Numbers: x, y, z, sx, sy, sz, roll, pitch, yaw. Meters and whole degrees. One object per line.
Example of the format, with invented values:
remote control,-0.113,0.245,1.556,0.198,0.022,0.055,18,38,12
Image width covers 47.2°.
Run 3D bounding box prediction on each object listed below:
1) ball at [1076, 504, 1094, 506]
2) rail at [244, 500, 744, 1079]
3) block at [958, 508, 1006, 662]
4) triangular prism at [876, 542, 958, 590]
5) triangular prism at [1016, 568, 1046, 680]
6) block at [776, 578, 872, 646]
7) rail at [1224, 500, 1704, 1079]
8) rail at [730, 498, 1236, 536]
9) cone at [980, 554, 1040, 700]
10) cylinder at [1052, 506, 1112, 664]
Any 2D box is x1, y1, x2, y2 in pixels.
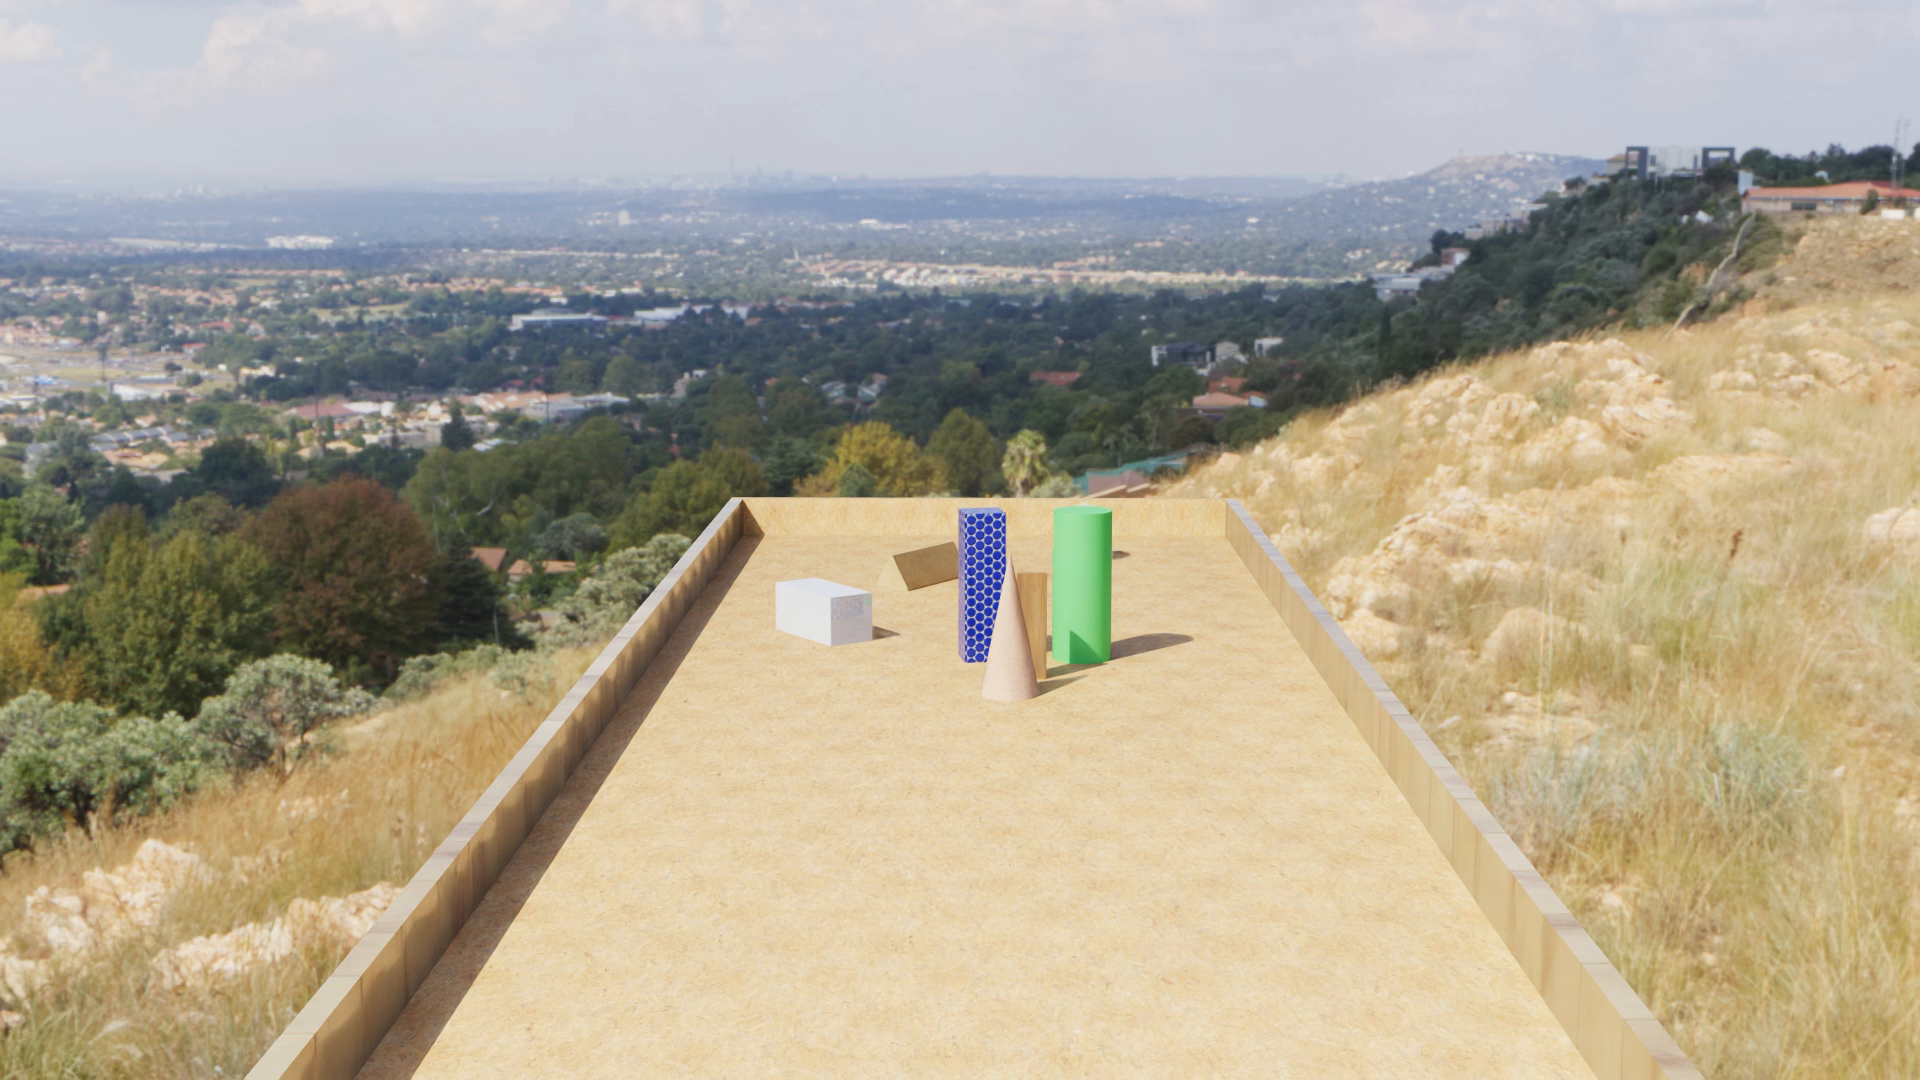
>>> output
ball,0.485,-0.034,8.536,0.216,0.216,0.216,0,9,0
rail,-1.004,0.839,3.234,0.050,0.150,12.000,0,9,1
block,0.066,0.136,6.694,0.125,0.456,0.125,-2,9,-10
triangular prism,-0.136,0.089,8.037,0.140,0.122,0.391,6,11,34
triangular prism,0.202,0.246,6.448,0.091,0.316,0.079,-1,9,-7
block,-0.439,0.229,7.069,0.155,0.155,0.336,-6,11,-35
rail,1.046,0.843,3.208,0.050,0.150,12.000,0,9,1
rail,0.099,-0.098,9.147,2.100,0.150,0.050,0,9,1
cone,0.141,0.233,6.216,0.170,0.414,0.170,0,9,0
cylinder,0.372,0.135,6.694,0.179,0.457,0.179,0,9,0
